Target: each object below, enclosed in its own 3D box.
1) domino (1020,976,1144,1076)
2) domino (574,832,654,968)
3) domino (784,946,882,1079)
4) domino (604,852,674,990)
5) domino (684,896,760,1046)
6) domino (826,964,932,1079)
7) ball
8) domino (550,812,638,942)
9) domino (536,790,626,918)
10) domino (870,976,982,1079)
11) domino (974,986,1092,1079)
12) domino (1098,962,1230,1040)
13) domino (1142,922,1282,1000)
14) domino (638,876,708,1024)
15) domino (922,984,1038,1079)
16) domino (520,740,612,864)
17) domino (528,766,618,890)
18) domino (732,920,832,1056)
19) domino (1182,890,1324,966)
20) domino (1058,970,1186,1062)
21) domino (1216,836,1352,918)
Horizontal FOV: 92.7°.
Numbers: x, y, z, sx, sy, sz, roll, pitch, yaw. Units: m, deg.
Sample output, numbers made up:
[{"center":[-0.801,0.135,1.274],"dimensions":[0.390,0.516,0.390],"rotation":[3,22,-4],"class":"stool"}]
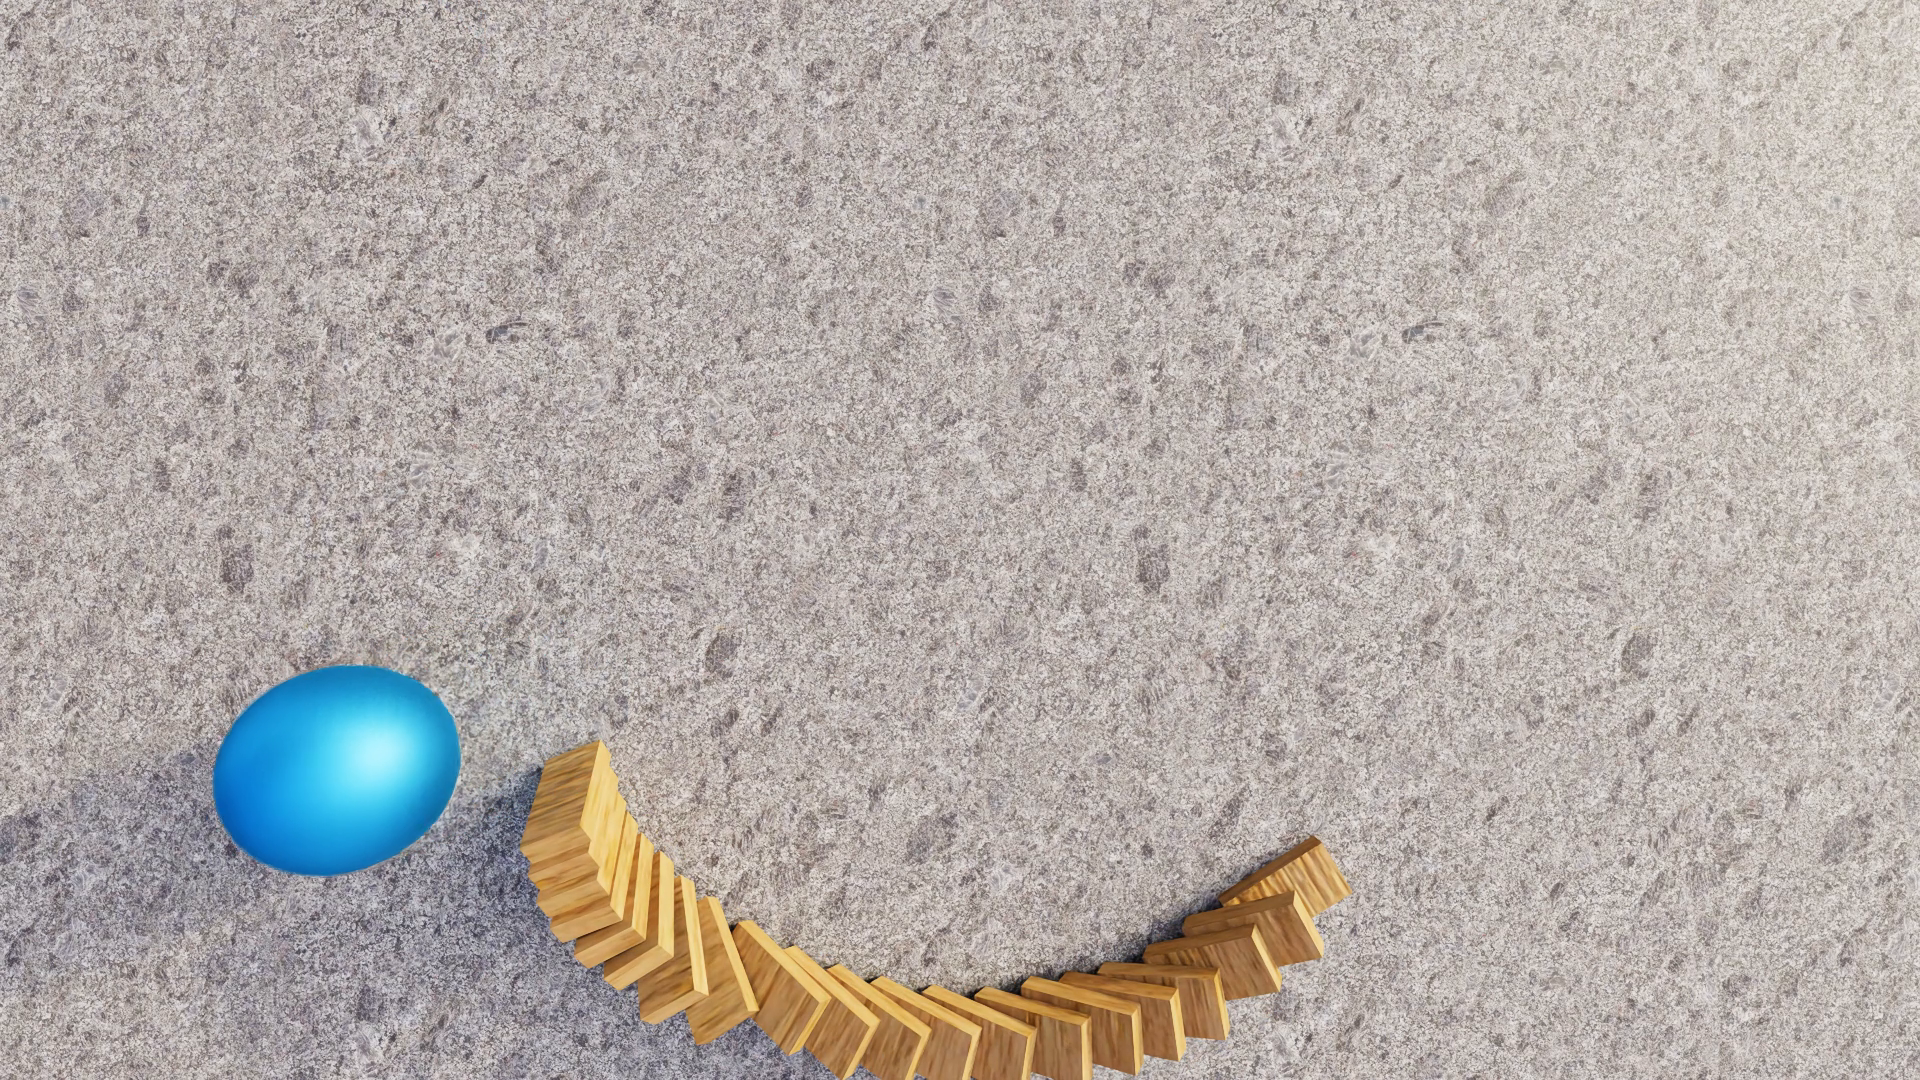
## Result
[{"center":[0.051,0.201,0.382],"dimensions":[0.050,0.009,0.025],"rotation":[-2,95,32],"class":"domino"},{"center":[-0.141,0.147,0.376],"dimensions":[0.025,0.050,0.010],"rotation":[-27,120,0],"class":"domino"},{"center":[-0.060,0.197,0.384],"dimensions":[0.050,0.009,0.025],"rotation":[28,92,27],"class":"domino"},{"center":[-0.131,0.155,0.376],"dimensions":[0.025,0.050,0.009],"rotation":[-32,120,0],"class":"domino"},{"center":[-0.106,0.179,0.383],"dimensions":[0.025,0.009,0.050],"rotation":[-33,60,0],"class":"domino"},{"center":[-0.038,0.204,0.384],"dimensions":[0.050,0.010,0.025],"rotation":[21,92,27],"class":"domino"},{"center":[-0.242,0.089,0.360],"dimensions":[0.080,0.080,0.080],"rotation":[0,90,0],"class":"ball"},{"center":[-0.149,0.137,0.376],"dimensions":[0.025,0.050,0.010],"rotation":[-21,120,0],"class":"domino"},{"center":[-0.154,0.127,0.376],"dimensions":[0.025,0.050,0.009],"rotation":[-21,120,0],"class":"domino"},{"center":[-0.017,0.207,0.384],"dimensions":[0.050,0.009,0.025],"rotation":[14,90,27],"class":"domino"},{"center":[0.030,0.207,0.383],"dimensions":[0.050,0.009,0.025],"rotation":[-2,90,32],"class":"domino"},{"center":[0.085,0.193,0.384],"dimensions":[0.050,0.010,0.025],"rotation":[-11,90,28],"class":"domino"},{"center":[0.105,0.179,0.384],"dimensions":[0.050,0.009,0.025],"rotation":[-27,90,29],"class":"domino"},{"center":[-0.120,0.168,0.378],"dimensions":[0.025,0.009,0.050],"rotation":[-30,46,3],"class":"domino"},{"center":[0.006,0.209,0.384],"dimensions":[0.050,0.009,0.025],"rotation":[8,90,29],"class":"domino"},{"center":[-0.161,0.106,0.376],"dimensions":[0.025,0.050,0.009],"rotation":[-21,120,0],"class":"domino"},{"center":[-0.158,0.117,0.376],"dimensions":[0.025,0.050,0.009],"rotation":[-21,120,0],"class":"domino"},{"center":[-0.080,0.187,0.385],"dimensions":[0.050,0.009,0.025],"rotation":[31,90,27],"class":"domino"},{"center":[0.122,0.166,0.383],"dimensions":[0.050,0.009,0.025],"rotation":[-28,92,29],"class":"domino"},{"center":[0.067,0.198,0.382],"dimensions":[0.050,0.009,0.025],"rotation":[-7,92,33],"class":"domino"},{"center":[0.140,0.153,0.395],"dimensions":[0.050,0.009,0.025],"rotation":[-32,90,0],"class":"domino"}]
